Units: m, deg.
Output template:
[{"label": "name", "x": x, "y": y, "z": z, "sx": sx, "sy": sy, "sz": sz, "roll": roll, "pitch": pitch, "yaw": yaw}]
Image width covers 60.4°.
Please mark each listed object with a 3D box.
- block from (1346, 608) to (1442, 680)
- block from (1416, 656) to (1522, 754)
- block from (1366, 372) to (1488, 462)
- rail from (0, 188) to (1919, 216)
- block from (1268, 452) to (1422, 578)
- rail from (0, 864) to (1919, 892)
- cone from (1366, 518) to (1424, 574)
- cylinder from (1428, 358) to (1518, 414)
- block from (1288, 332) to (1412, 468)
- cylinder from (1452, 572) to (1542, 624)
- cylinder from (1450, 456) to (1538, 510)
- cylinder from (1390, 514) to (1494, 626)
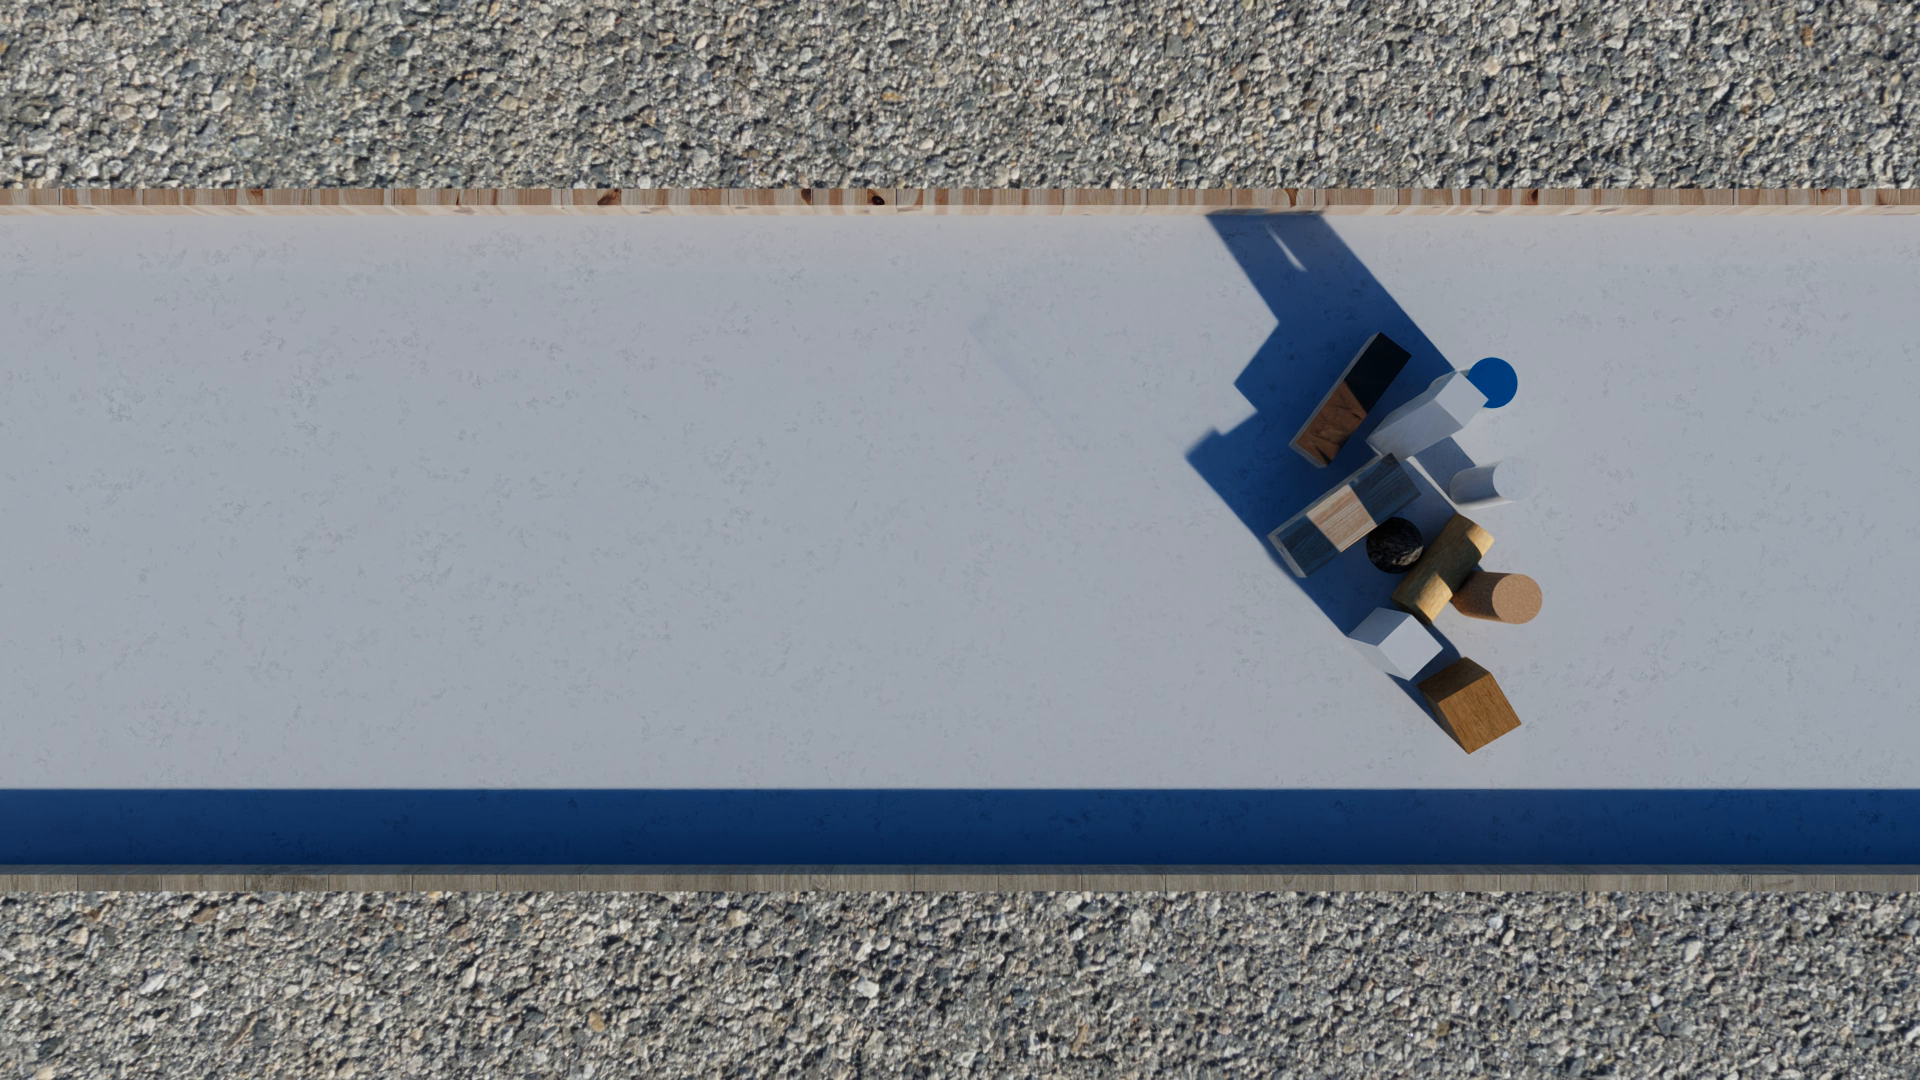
[{"label": "block", "x": 1.285, "y": 0.304, "z": 4.898, "sx": 0.135, "sy": 0.354, "sz": 0.135, "roll": -43, "pitch": 91, "yaw": 0}, {"label": "block", "x": 1.504, "y": 0.486, "z": 4.891, "sx": 0.173, "sy": 0.353, "sz": 0.173, "roll": -31, "pitch": 90, "yaw": 7}, {"label": "block", "x": 1.365, "y": -0.352, "z": 4.843, "sx": 0.117, "sy": 0.453, "sz": 0.117, "roll": 44, "pitch": 75, "yaw": 0}, {"label": "rail", "x": -2.247, "y": -1.025, "z": 5.002, "sx": 12.000, "sy": 0.150, "sz": 0.050, "roll": 0, "pitch": 90, "yaw": 0}, {"label": "block", "x": 1.161, "y": -0.075, "z": 4.998, "sx": 0.423, "sy": 0.156, "sz": 0.156, "roll": -36, "pitch": 90, "yaw": 0}, {"label": "rail", "x": -2.247, "y": 1.025, "z": 5.001, "sx": 12.000, "sy": 0.150, "sz": 0.050, "roll": 0, "pitch": 90, "yaw": 0}, {"label": "cone", "x": 1.338, "y": 0.017, "z": 4.920, "sx": 0.175, "sy": 0.313, "sz": 0.175, "roll": 0, "pitch": 90, "yaw": 0}, {"label": "cylinder", "x": 1.511, "y": -0.442, "z": 4.885, "sx": 0.146, "sy": 0.376, "sz": 0.146, "roll": 0, "pitch": 88, "yaw": -2}, {"label": "block", "x": 1.184, "y": -0.424, "z": 5.016, "sx": 0.120, "sy": 0.120, "sz": 0.419, "roll": 37, "pitch": 90, "yaw": 0}, {"label": "cylinder", "x": 1.584, "y": 0.168, "z": 4.882, "sx": 0.144, "sy": 0.389, "sz": 0.144, "roll": 0, "pitch": 90, "yaw": 0}, {"label": "cylinder", "x": 1.573, "y": -0.164, "z": 4.881, "sx": 0.129, "sy": 0.384, "sz": 0.129, "roll": 0, "pitch": 87, "yaw": -1}, {"label": "cylinder", "x": 1.462, "y": 0.090, "z": 5.004, "sx": 0.144, "sy": 0.144, "sz": 0.322, "roll": 38, "pitch": 90, "yaw": 0}]
